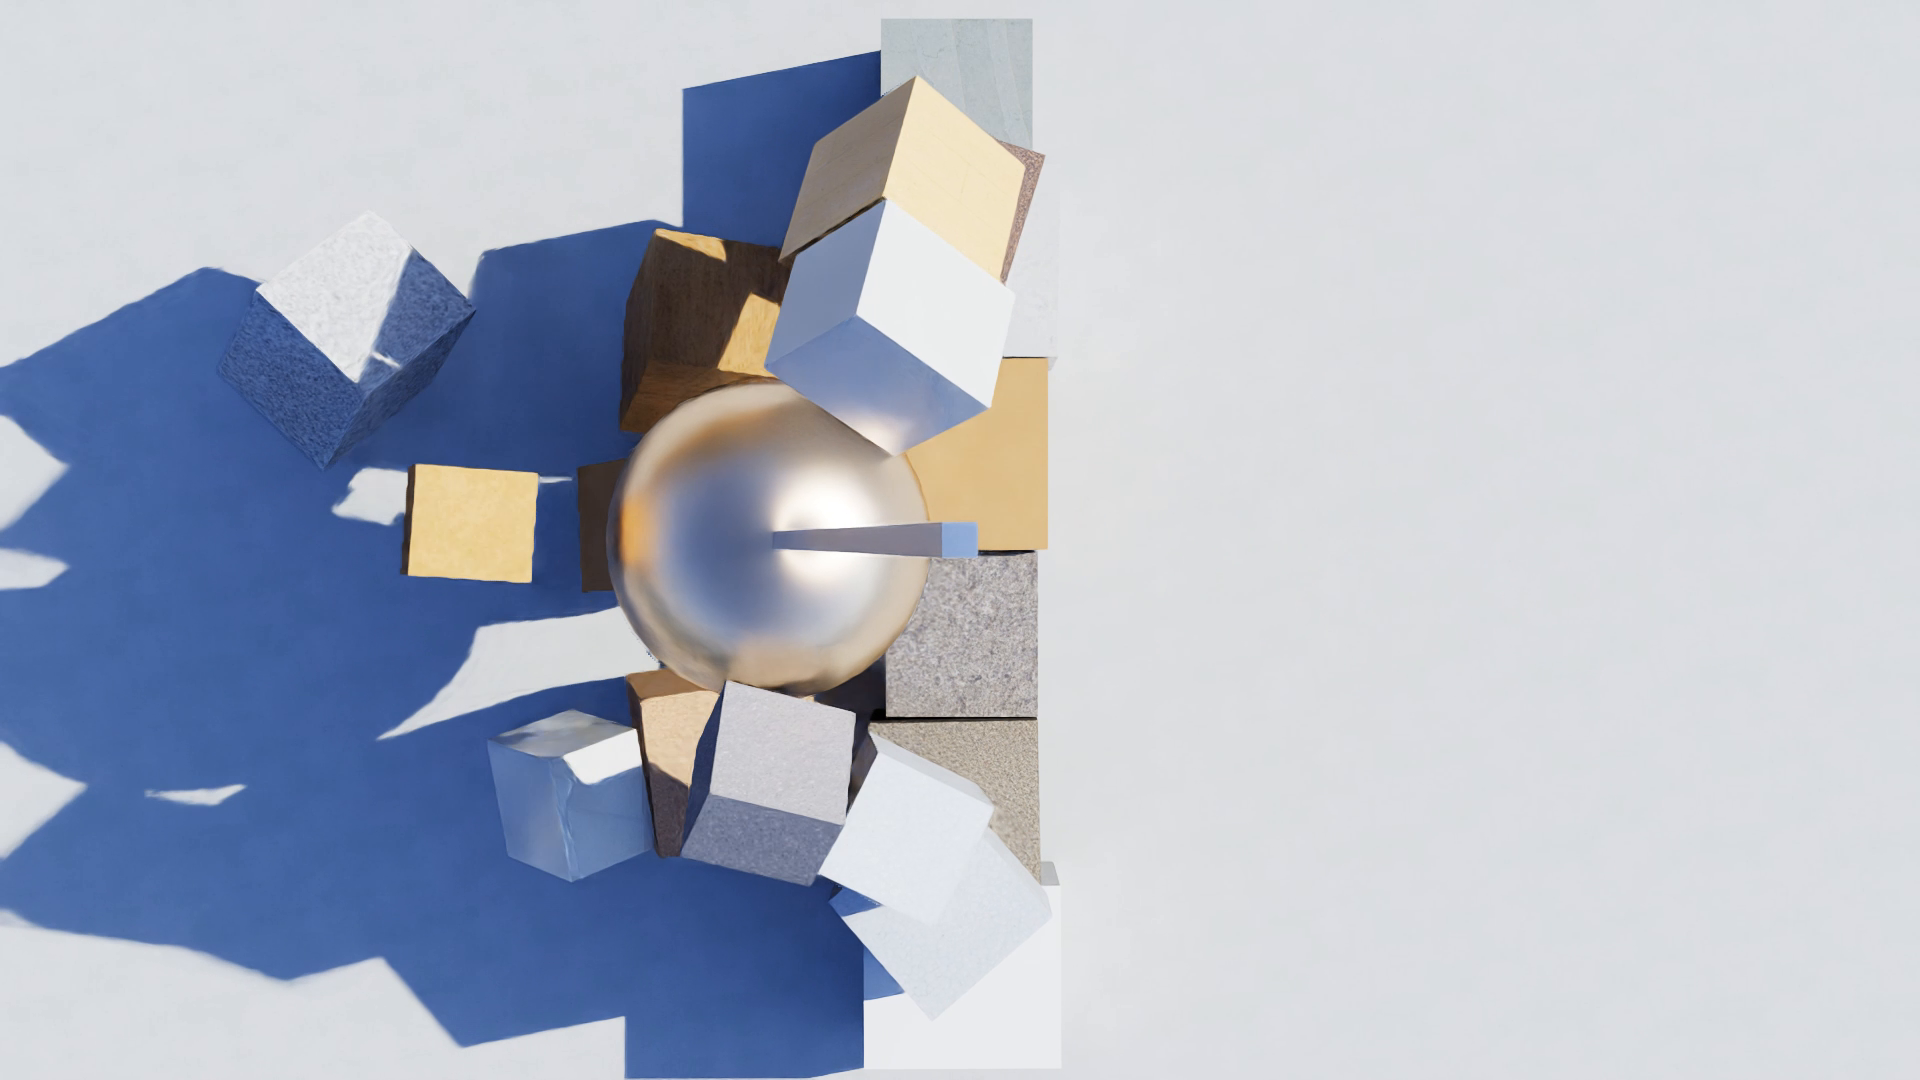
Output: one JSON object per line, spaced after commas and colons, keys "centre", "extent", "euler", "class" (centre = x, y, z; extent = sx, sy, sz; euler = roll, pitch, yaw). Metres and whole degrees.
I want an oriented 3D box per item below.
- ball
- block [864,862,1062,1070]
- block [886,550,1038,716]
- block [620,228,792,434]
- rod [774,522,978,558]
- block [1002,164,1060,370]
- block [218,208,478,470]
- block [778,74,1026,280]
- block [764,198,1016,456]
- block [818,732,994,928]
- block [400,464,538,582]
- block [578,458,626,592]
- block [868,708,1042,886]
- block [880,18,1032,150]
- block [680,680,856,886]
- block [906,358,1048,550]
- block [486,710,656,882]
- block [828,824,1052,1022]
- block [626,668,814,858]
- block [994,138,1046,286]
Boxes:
{"centre": [-0.941, 0.000, 10.855], "extent": [1.600, 1.600, 1.600], "euler": [0, 90, 0], "class": "ball"}
{"centre": [0.013, 2.404, 12.540], "extent": [1.083, 0.921, 1.003], "euler": [0, 90, 0], "class": "block"}
{"centre": [0.012, 0.519, 12.567], "extent": [0.837, 0.867, 0.913], "euler": [0, 90, 0], "class": "block"}
{"centre": [-1.308, -1.090, 12.186], "extent": [0.970, 0.838, 0.809], "euler": [7, 64, -18], "class": "block"}
{"centre": [-0.408, 0.000, 7.497], "extent": [0.080, 5.200, 0.080], "euler": [0, 90, -9], "class": "rod"}
{"centre": [0.010, -1.531, 12.504], "extent": [1.067, 0.993, 1.050], "euler": [1, 90, 0], "class": "block"}
{"centre": [-3.424, -1.122, 12.292], "extent": [0.805, 0.853, 0.925], "euler": [44, 49, -4], "class": "block"}
{"centre": [-0.275, -1.591, 10.707], "extent": [0.745, 0.766, 0.800], "euler": [35, 50, -30], "class": "block"}
{"centre": [-0.321, -0.977, 10.257], "extent": [0.818, 0.679, 0.684], "euler": [34, 52, -30], "class": "block"}
{"centre": [-0.291, 1.416, 10.836], "extent": [0.624, 0.691, 0.645], "euler": [27, 90, -7], "class": "block"}
{"centre": [-2.401, -0.077, 10.747], "extent": [0.576, 0.476, 0.528], "euler": [4, 89, -18], "class": "block"}
{"centre": [-1.690, -0.085, 12.488], "extent": [0.678, 0.749, 0.716], "euler": [-1, 88, -35], "class": "block"}
{"centre": [-0.031, 1.443, 12.487], "extent": [0.930, 1.026, 0.904], "euler": [-1, 90, 0], "class": "block"}
{"centre": [-0.017, -2.482, 12.620], "extent": [0.846, 0.761, 0.841], "euler": [0, 90, 0], "class": "block"}
{"centre": [-0.913, 1.163, 10.490], "extent": [0.647, 0.556, 0.652], "euler": [15, 47, -13], "class": "block"}
{"centre": [-0.003, -0.469, 12.505], "extent": [0.966, 0.990, 1.044], "euler": [0, 90, 0], "class": "block"}
{"centre": [-2.125, 1.386, 12.030], "extent": [0.547, 0.662, 0.689], "euler": [-19, 108, -38], "class": "block"}
{"centre": [-0.100, 1.885, 11.596], "extent": [0.819, 0.756, 0.810], "euler": [-41, 90, 0], "class": "block"}
{"centre": [-1.329, 1.195, 12.427], "extent": [0.935, 0.851, 0.885], "euler": [-7, 98, -13], "class": "block"}
{"centre": [-0.007, -1.760, 11.689], "extent": [0.724, 0.637, 0.712], "euler": [17, 90, 0], "class": "block"}
